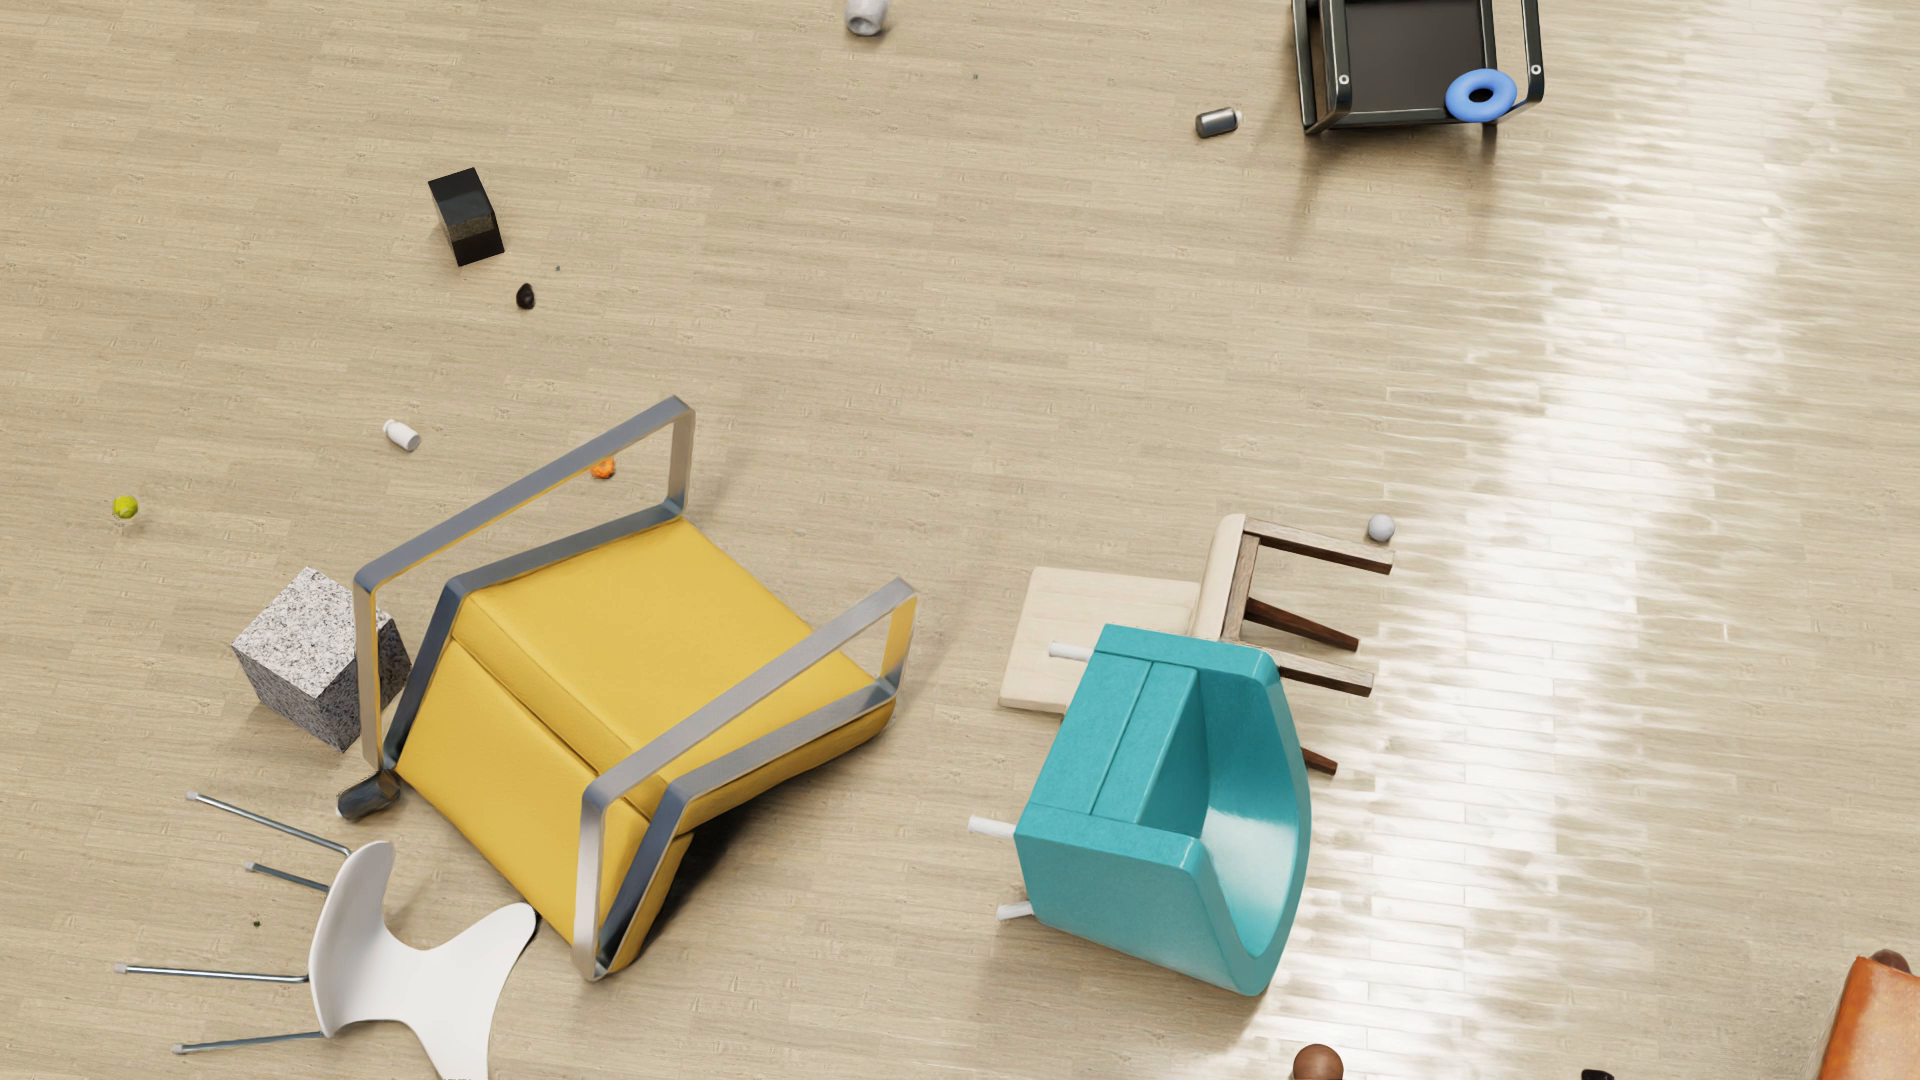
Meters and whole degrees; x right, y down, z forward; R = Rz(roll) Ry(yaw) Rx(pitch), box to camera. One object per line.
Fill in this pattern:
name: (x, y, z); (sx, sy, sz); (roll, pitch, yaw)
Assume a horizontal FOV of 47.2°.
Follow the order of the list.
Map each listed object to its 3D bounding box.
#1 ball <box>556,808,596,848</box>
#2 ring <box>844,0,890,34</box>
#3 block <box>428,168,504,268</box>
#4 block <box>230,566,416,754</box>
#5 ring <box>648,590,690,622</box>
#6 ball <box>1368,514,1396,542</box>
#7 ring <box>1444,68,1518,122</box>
ball: (-1.044, 0.785, 5.982); (0.109, 0.109, 0.109); (0, 56, 0)
ring: (-0.326, -1.860, 7.713); (0.155, 0.190, 0.128); (16, 75, -10)
block: (-1.608, -1.052, 7.162); (0.157, 0.195, 0.215); (-21, 59, -13)
block: (-1.778, 0.336, 6.160); (0.311, 0.314, 0.310); (28, 61, 18)
ring: (-0.851, 0.191, 6.428); (0.130, 0.029, 0.102); (-26, 57, -18)
ball: (1.255, -0.037, 6.549); (0.082, 0.082, 0.082); (0, 56, 0)
ring: (1.719, -1.466, 7.258); (0.234, 0.055, 0.217); (-3, 59, 18)
